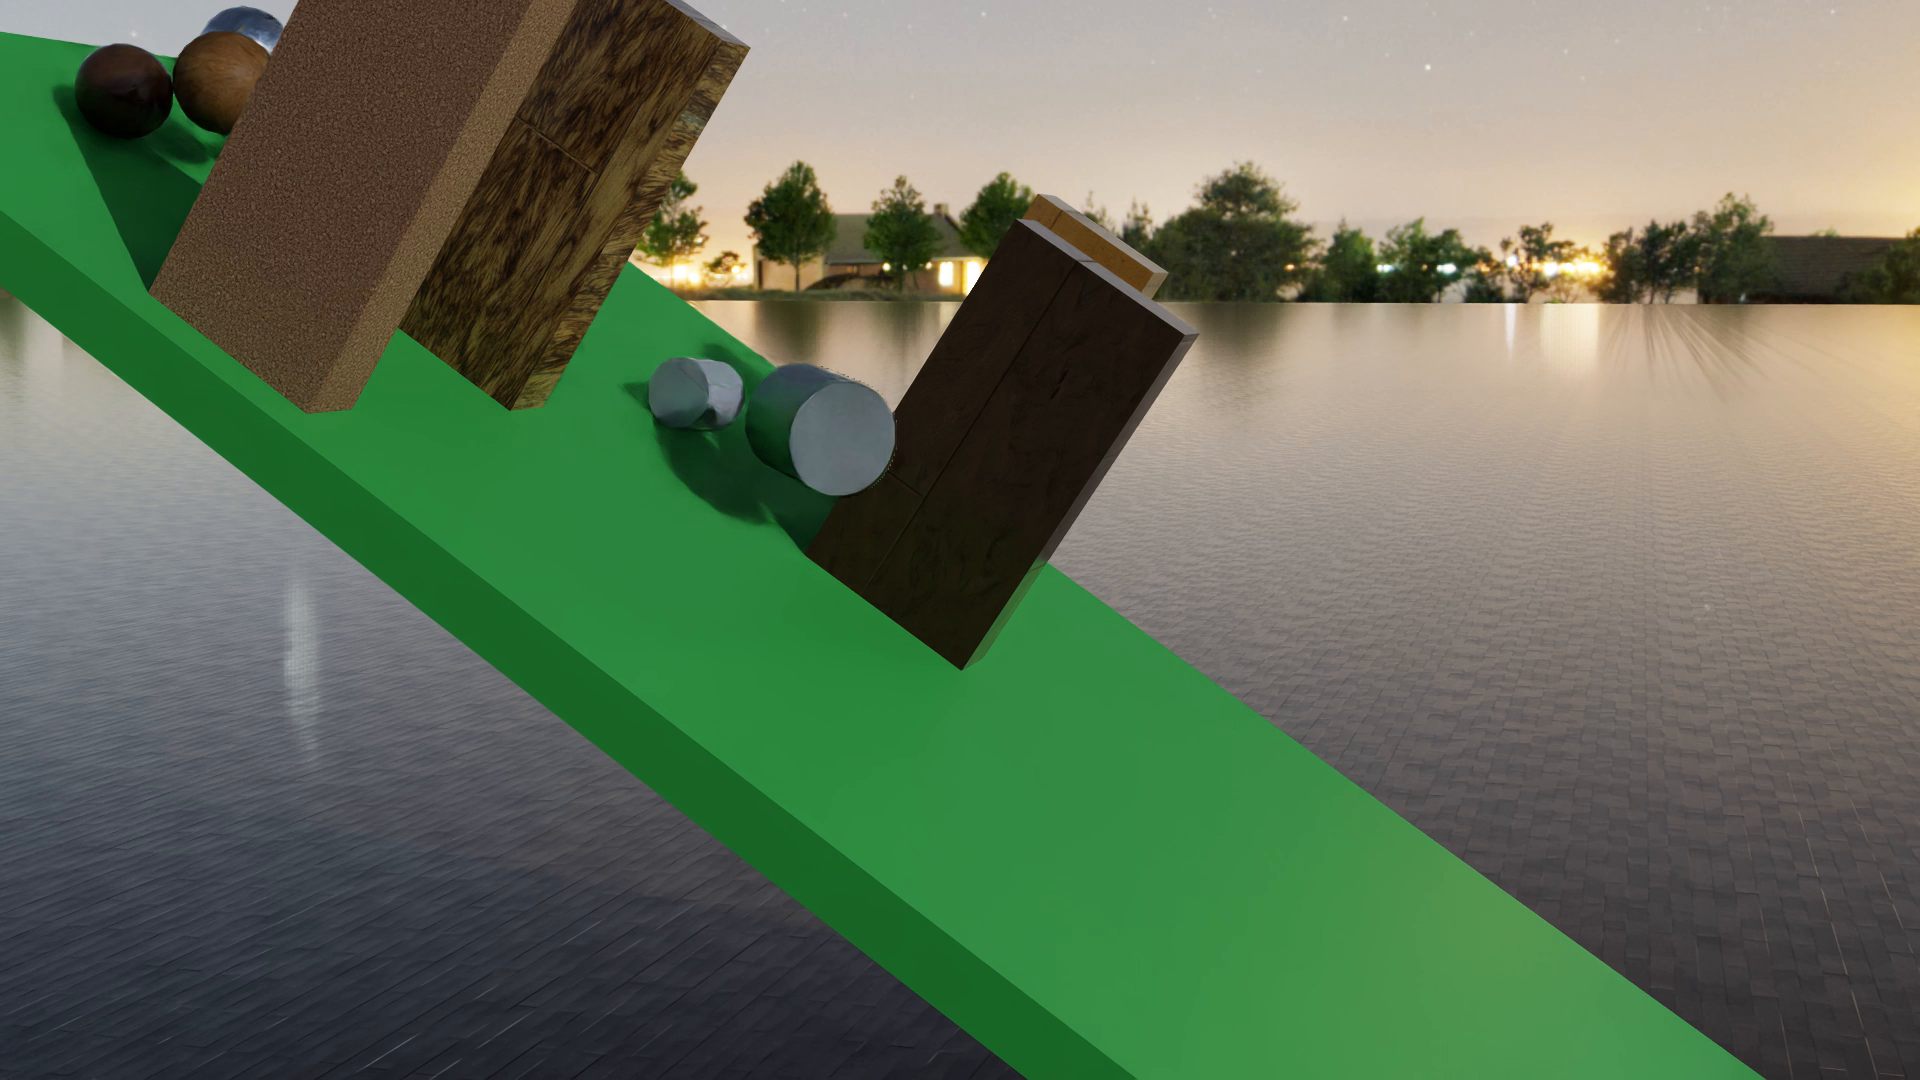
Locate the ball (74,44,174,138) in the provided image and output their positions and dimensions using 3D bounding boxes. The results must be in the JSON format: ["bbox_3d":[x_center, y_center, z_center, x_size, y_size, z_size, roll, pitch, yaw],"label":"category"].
[{"bbox_3d":[-1.494,-0.802,3.931,0.167,0.167,0.167,0,7,0],"label":"ball"}]

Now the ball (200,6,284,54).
[{"bbox_3d":[-1.477,-1.006,4.551,0.192,0.192,0.192,0,7,0],"label":"ball"}]

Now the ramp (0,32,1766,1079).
[{"bbox_3d":[-0.121,0.205,4.096,4.000,0.100,2.000,36,15,10],"label":"ramp"}]

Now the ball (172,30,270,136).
[{"bbox_3d":[-1.320,-0.822,3.959,0.184,0.184,0.184,0,7,0],"label":"ball"}]

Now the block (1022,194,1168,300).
[{"bbox_3d":[0.079,-0.287,4.371,0.275,0.763,0.136,36,15,10],"label":"block"}]

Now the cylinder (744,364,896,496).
[{"bbox_3d":[-0.257,-0.203,4.007,0.207,0.207,0.207,-4,14,-27],"label":"cylinder"}]

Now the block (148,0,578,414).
[{"bbox_3d":[-0.916,-0.597,3.353,0.332,0.745,0.124,36,15,10],"label":"block"}]

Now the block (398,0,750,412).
[{"bbox_3d":[-0.717,-0.640,3.873,0.348,0.754,0.121,36,15,10],"label":"block"}]

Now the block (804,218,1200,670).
[{"bbox_3d":[0.072,-0.174,4.046,0.370,0.742,0.140,36,15,10],"label":"block"}]
